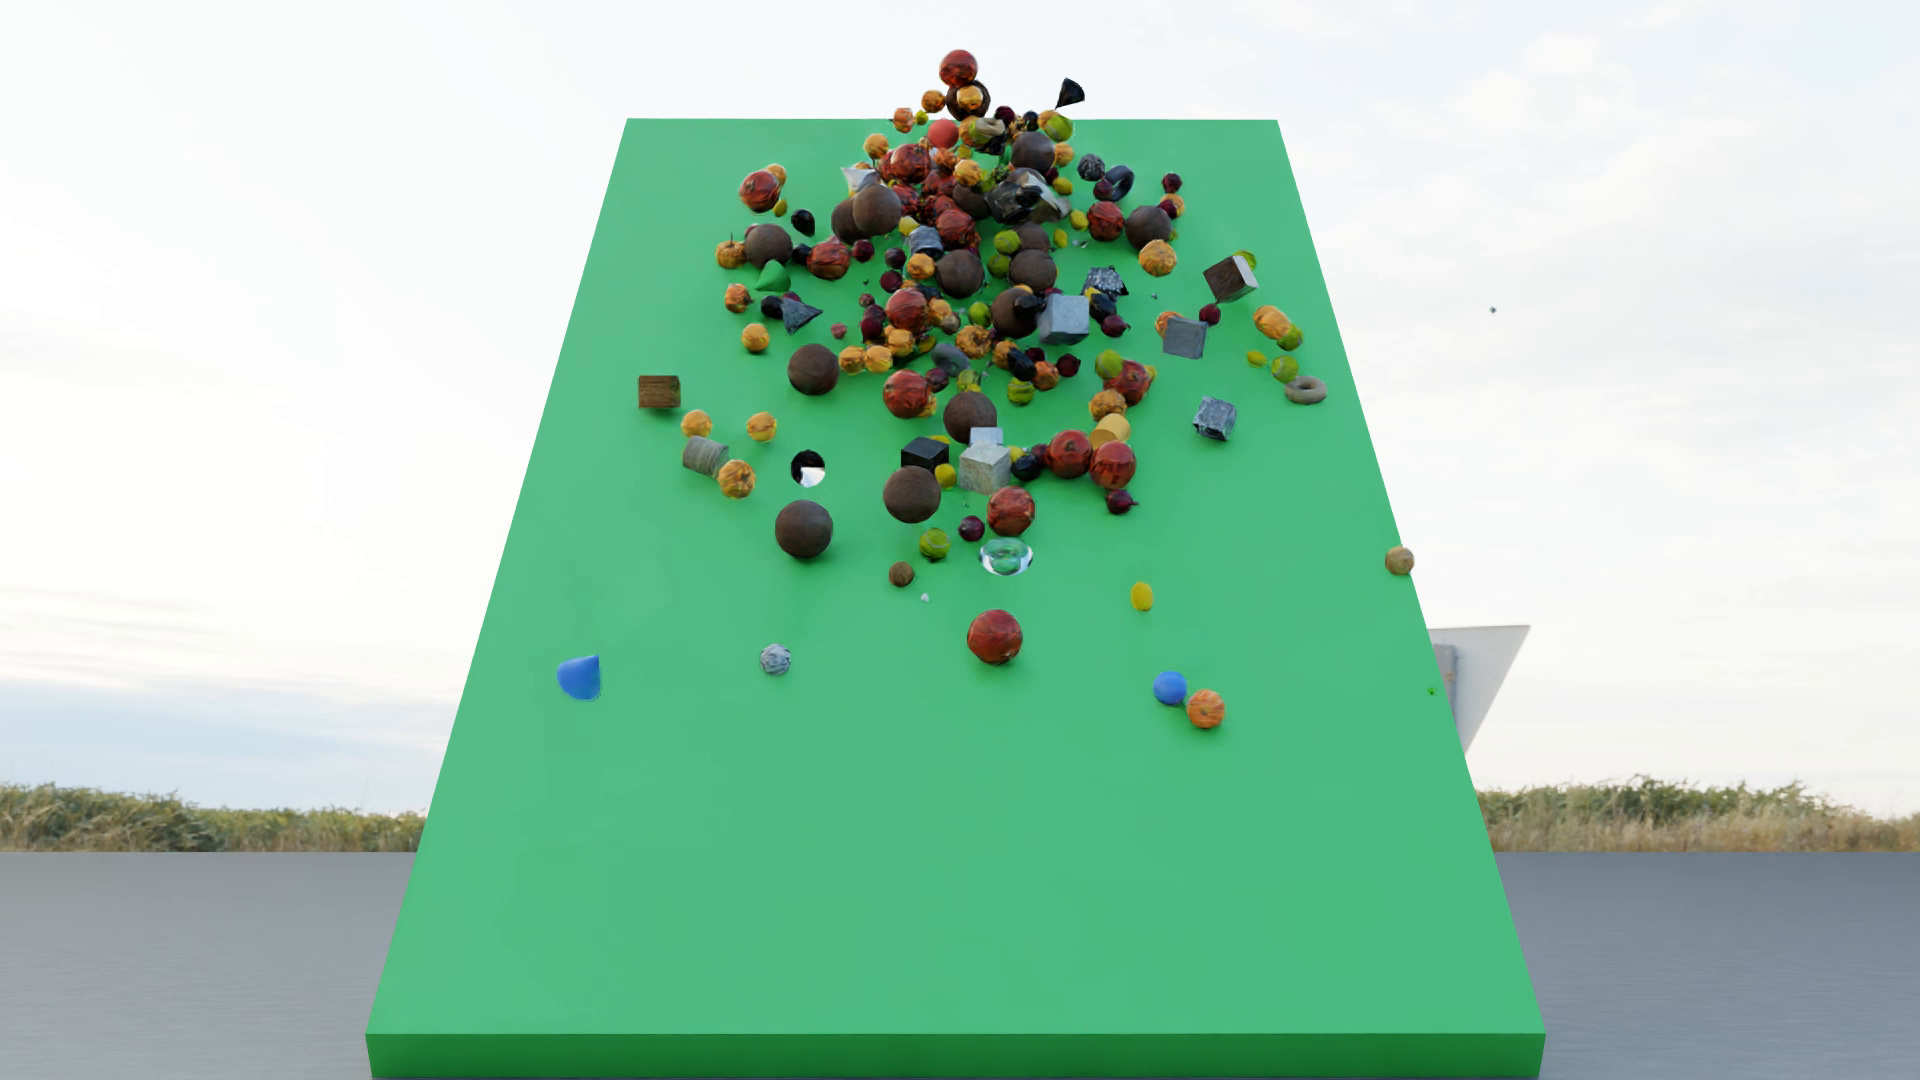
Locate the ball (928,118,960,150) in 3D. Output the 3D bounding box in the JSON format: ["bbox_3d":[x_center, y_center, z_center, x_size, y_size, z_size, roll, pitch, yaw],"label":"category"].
[{"bbox_3d":[-0.047,-1.153,6.955,0.090,0.090,0.090,0,-7,0],"label":"ball"}]

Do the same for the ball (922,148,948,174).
[{"bbox_3d":[-0.069,-1.075,6.948,0.073,0.073,0.073,0,-7,0],"label":"ball"}]

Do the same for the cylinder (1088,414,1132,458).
[{"bbox_3d":[0.355,-0.246,5.793,0.078,0.078,0.078,-4,27,30],"label":"cylinder"}]

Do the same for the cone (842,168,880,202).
[{"bbox_3d":[-0.288,-0.989,6.662,0.097,0.097,0.097,36,4,17],"label":"cone"}]

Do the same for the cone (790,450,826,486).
[{"bbox_3d":[-0.368,-0.168,5.700,0.085,0.085,0.085,3,2,-22],"label":"cone"}]

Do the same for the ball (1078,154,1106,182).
[{"bbox_3d":[0.372,-1.052,6.929,0.079,0.079,0.079,0,-7,0],"label":"ball"}]

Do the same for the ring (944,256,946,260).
[{"bbox_3d":[-0.083,-0.766,6.636,0.089,0.030,0.089,7,26,-3],"label":"ring"}]

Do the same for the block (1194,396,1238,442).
[{"bbox_3d":[0.609,-0.289,5.832,0.074,0.074,0.074,18,-12,20],"label":"block"}]

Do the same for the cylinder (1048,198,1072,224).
[{"bbox_3d":[0.274,-0.925,6.869,0.059,0.059,0.059,-5,18,37],"label":"cylinder"}]

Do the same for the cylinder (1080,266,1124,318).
[{"bbox_3d":[0.365,-0.644,6.384,0.096,0.096,0.096,3,-46,-19],"label":"cylinder"}]

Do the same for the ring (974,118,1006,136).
[{"bbox_3d":[0.080,-1.103,6.533,0.084,0.028,0.084,6,28,-3],"label":"ring"}]

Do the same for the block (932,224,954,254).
[{"bbox_3d":[-0.059,-0.818,6.675,0.056,0.056,0.056,19,-25,-27],"label":"block"}]

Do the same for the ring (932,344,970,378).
[{"bbox_3d":[-0.023,-0.445,6.072,0.106,0.035,0.106,26,-28,15],"label":"ring"}]

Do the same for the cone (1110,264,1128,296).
[{"bbox_3d":[0.384,-0.667,6.495,0.092,0.092,0.092,-31,-9,1],"label":"cone"}]

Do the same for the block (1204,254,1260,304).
[{"bbox_3d":[0.707,-0.679,6.384,0.091,0.091,0.091,-29,-11,25],"label":"block"}]

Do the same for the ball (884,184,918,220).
[{"bbox_3d":[-0.167,-0.952,6.891,0.097,0.097,0.097,0,-7,0],"label":"ball"}]

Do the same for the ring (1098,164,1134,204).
[{"bbox_3d":[0.444,-1.013,6.972,0.041,0.124,0.124,45,20,31],"label":"ring"}]

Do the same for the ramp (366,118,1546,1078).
[{"bbox_3d":[-0.015,-0.188,5.864,2.000,0.100,4.000,0,32,0],"label":"ramp"}]

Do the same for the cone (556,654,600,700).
[{"bbox_3d":[-0.740,0.253,4.885,0.096,0.096,0.096,6,-39,-38],"label":"cone"}]

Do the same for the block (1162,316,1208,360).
[{"bbox_3d":[0.540,-0.485,5.865,0.083,0.083,0.083,14,13,14],"label":"block"}]

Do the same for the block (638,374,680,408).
[{"bbox_3d":[-0.727,-0.360,5.930,0.080,0.080,0.080,-1,4,9],"label":"block"}]

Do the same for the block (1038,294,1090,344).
[{"bbox_3d":[0.255,-0.545,6.051,0.096,0.096,0.096,3,-12,-20],"label":"block"}]

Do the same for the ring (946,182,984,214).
[{"bbox_3d":[0.015,-0.967,6.933,0.110,0.110,0.037,0,-35,1],"label":"ring"}]

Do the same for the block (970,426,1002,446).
[{"bbox_3d":[0.061,-0.213,5.740,0.076,0.076,0.076,0,32,0],"label":"block"}]

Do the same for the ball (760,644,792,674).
[{"bbox_3d":[-0.378,0.244,5.022,0.065,0.065,0.065,0,-7,0],"label":"ball"}]

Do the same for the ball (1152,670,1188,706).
[{"bbox_3d":[0.424,0.298,4.935,0.071,0.071,0.071,0,-7,0],"label":"ball"}]

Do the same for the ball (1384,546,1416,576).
[{"bbox_3d":[0.960,0.046,5.345,0.066,0.066,0.066,0,-7,0],"label":"ball"}]

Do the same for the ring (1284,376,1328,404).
[{"bbox_3d":[0.853,-0.369,6.032,0.107,0.036,0.107,0,33,0],"label":"ring"}]

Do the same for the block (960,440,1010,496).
[{"bbox_3d":[0.058,-0.166,5.656,0.086,0.086,0.086,17,36,25],"label":"block"}]

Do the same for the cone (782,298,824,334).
[{"bbox_3d":[-0.396,-0.581,6.282,0.099,0.099,0.099,-7,-8,11],"label":"cone"}]

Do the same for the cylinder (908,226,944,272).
[{"bbox_3d":[-0.090,-0.773,6.515,0.087,0.087,0.087,-6,-45,-6],"label":"cylinder"}]

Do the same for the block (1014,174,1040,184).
[{"bbox_3d":[0.189,-0.978,6.798,0.050,0.050,0.050,22,-35,33],"label":"block"}]

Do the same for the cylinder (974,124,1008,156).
[{"bbox_3d":[0.090,-1.154,7.029,0.086,0.086,0.086,8,3,0],"label":"cylinder"}]

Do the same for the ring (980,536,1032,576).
[{"bbox_3d":[0.101,0.035,5.380,0.119,0.040,0.119,0,36,0],"label":"ring"}]

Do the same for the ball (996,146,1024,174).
[{"bbox_3d":[0.149,-1.111,7.161,0.082,0.082,0.082,0,-7,0],"label":"ball"}]

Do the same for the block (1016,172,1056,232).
[{"bbox_3d":[0.191,-0.927,6.724,0.099,0.099,0.099,35,-63,-27],"label":"block"}]

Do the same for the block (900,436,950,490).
[{"bbox_3d":[-0.081,-0.180,5.681,0.081,0.081,0.081,18,37,26],"label":"block"}]

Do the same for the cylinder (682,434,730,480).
[{"bbox_3d":[-0.587,-0.192,5.657,0.081,0.081,0.081,20,-3,13],"label":"cylinder"}]

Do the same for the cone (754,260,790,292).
[{"bbox_3d":[-0.510,-0.673,6.424,0.092,0.092,0.092,-8,21,46],"label":"cone"}]

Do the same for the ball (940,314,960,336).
[{"bbox_3d":[-0.024,-0.541,6.164,0.051,0.051,0.051,0,-7,0],"label":"ball"}]

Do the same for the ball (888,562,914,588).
[{"bbox_3d":[-0.127,0.074,5.301,0.056,0.056,0.056,0,-7,0],"label":"ball"}]

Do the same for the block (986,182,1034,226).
[{"bbox_3d":[0.134,-0.903,6.577,0.080,0.080,0.080,-32,-17,29],"label":"block"}]
